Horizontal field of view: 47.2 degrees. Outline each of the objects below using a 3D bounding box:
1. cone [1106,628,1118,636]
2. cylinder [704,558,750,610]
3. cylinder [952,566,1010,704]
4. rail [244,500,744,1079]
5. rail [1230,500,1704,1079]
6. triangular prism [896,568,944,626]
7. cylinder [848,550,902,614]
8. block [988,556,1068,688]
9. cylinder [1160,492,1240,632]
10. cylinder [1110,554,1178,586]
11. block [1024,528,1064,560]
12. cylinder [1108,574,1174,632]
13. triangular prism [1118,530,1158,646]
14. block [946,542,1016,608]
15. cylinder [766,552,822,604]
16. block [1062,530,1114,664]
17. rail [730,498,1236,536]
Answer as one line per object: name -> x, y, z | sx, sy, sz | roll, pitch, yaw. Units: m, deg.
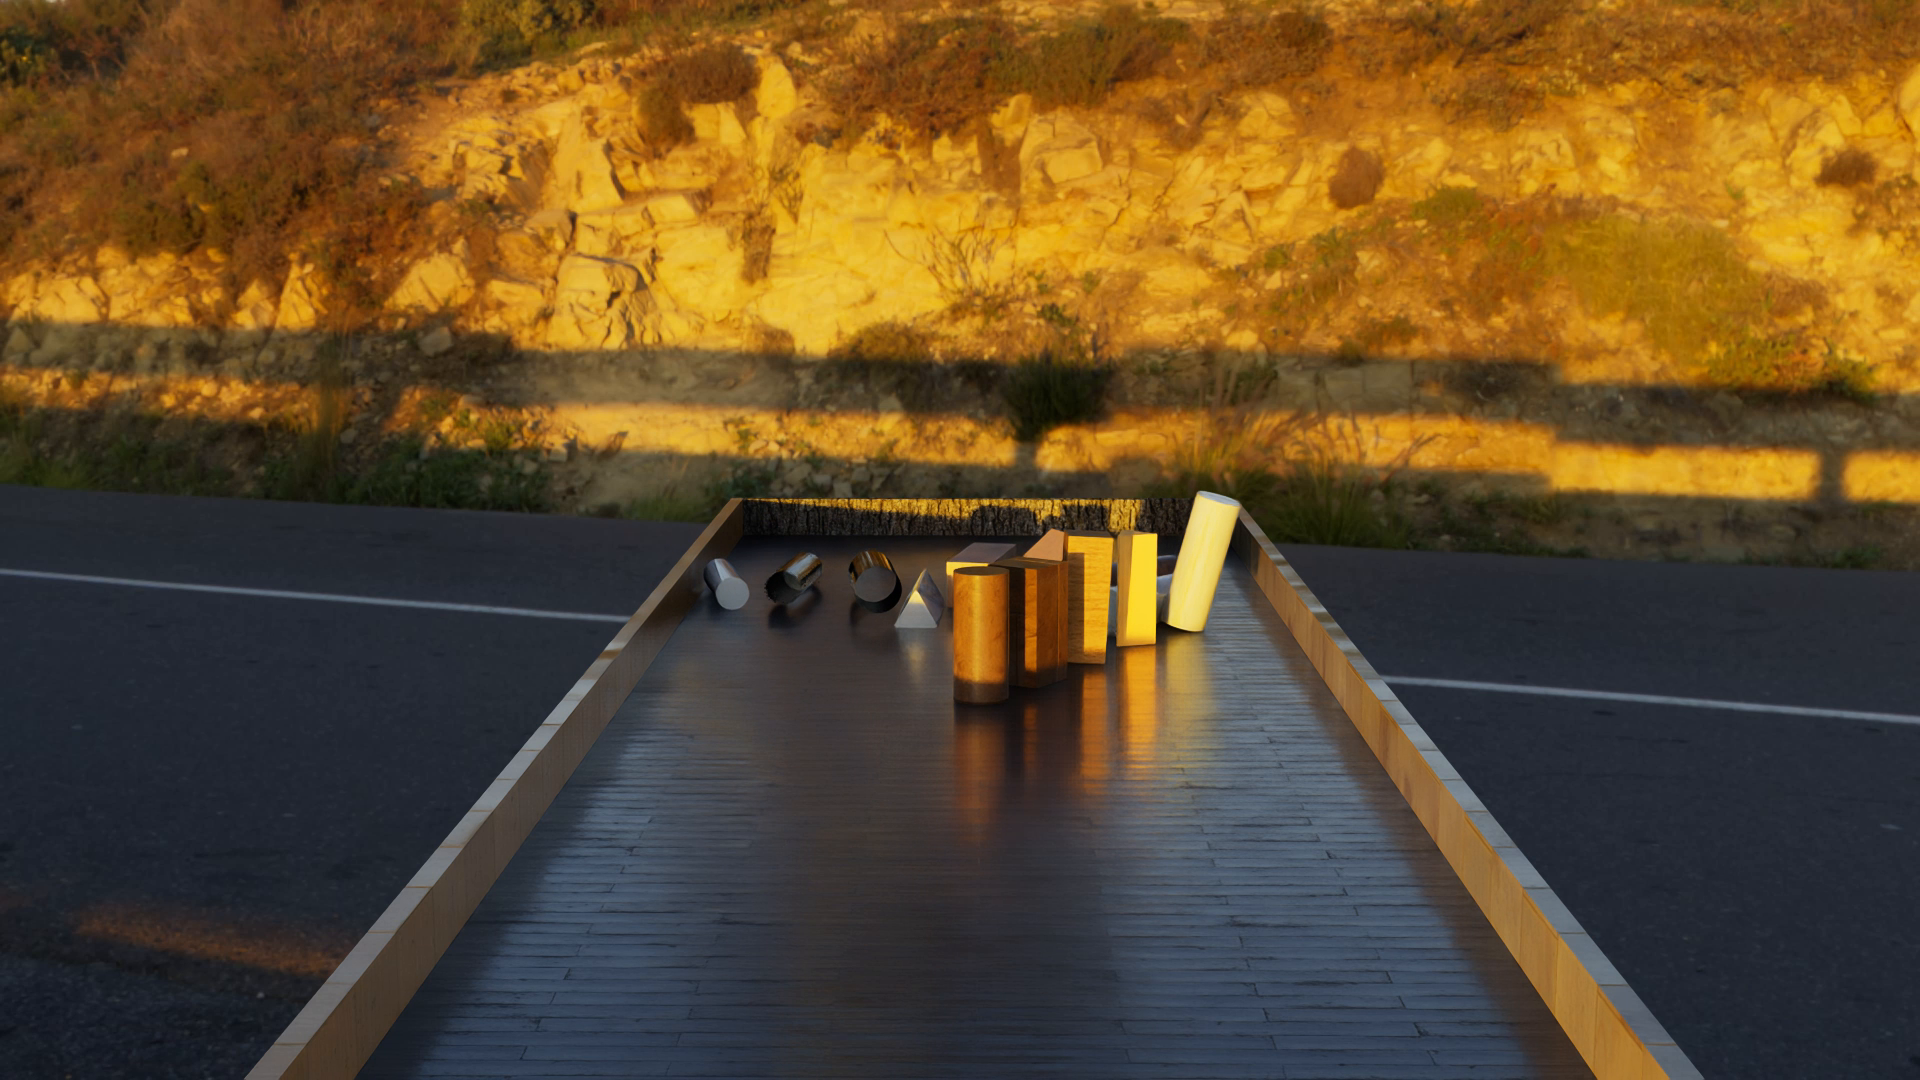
cone -> 0.407, 0.272, 7.114 | 0.306, 0.113, 0.113 | 17, 17, 29
cylinder -> -0.819, 0.152, 7.686 | 0.113, 0.113, 0.393 | -2, 9, -13
cylinder -> 0.059, 0.266, 6.166 | 0.158, 0.365, 0.158 | 0, 9, 0
rail -> -1.004, 0.839, 3.234 | 0.050, 0.150, 12.000 | 0, 9, 1
rail -> 1.046, 0.843, 3.208 | 0.050, 0.150, 12.000 | 0, 9, 1
triangular prism -> -0.132, 0.191, 7.401 | 0.138, 0.119, 0.432 | 1, 9, 3
cylinder -> -0.296, 0.143, 7.596 | 0.161, 0.161, 0.330 | -1, 9, -7
block -> 0.197, 0.237, 6.404 | 0.169, 0.347, 0.169 | 6, 11, 34
cylinder -> 0.778, 0.070, 7.116 | 0.147, 0.432, 0.147 | 14, 13, -3
cylinder -> 0.576, 0.155, 7.472 | 0.380, 0.174, 0.174 | -6, 11, -35
block -> 0.306, 0.114, 7.456 | 0.155, 0.155, 0.354 | 17, 28, 19
cylinder -> 0.598, 0.208, 7.222 | 0.149, 0.149, 0.370 | 8, 12, 40
triangular prism -> 0.538, 0.149, 6.951 | 0.132, 0.351, 0.114 | -3, 10, -18
block -> 0.079, 0.123, 7.732 | 0.157, 0.157, 0.434 | 2, 9, 12
cylinder -> -0.585, 0.133, 7.797 | 0.116, 0.116, 0.417 | 1, 9, 7
block -> 0.378, 0.171, 6.679 | 0.134, 0.385, 0.134 | 3, 9, -4
rail -> 0.099, -0.098, 9.147 | 2.100, 0.150, 0.050 | 0, 9, 1
